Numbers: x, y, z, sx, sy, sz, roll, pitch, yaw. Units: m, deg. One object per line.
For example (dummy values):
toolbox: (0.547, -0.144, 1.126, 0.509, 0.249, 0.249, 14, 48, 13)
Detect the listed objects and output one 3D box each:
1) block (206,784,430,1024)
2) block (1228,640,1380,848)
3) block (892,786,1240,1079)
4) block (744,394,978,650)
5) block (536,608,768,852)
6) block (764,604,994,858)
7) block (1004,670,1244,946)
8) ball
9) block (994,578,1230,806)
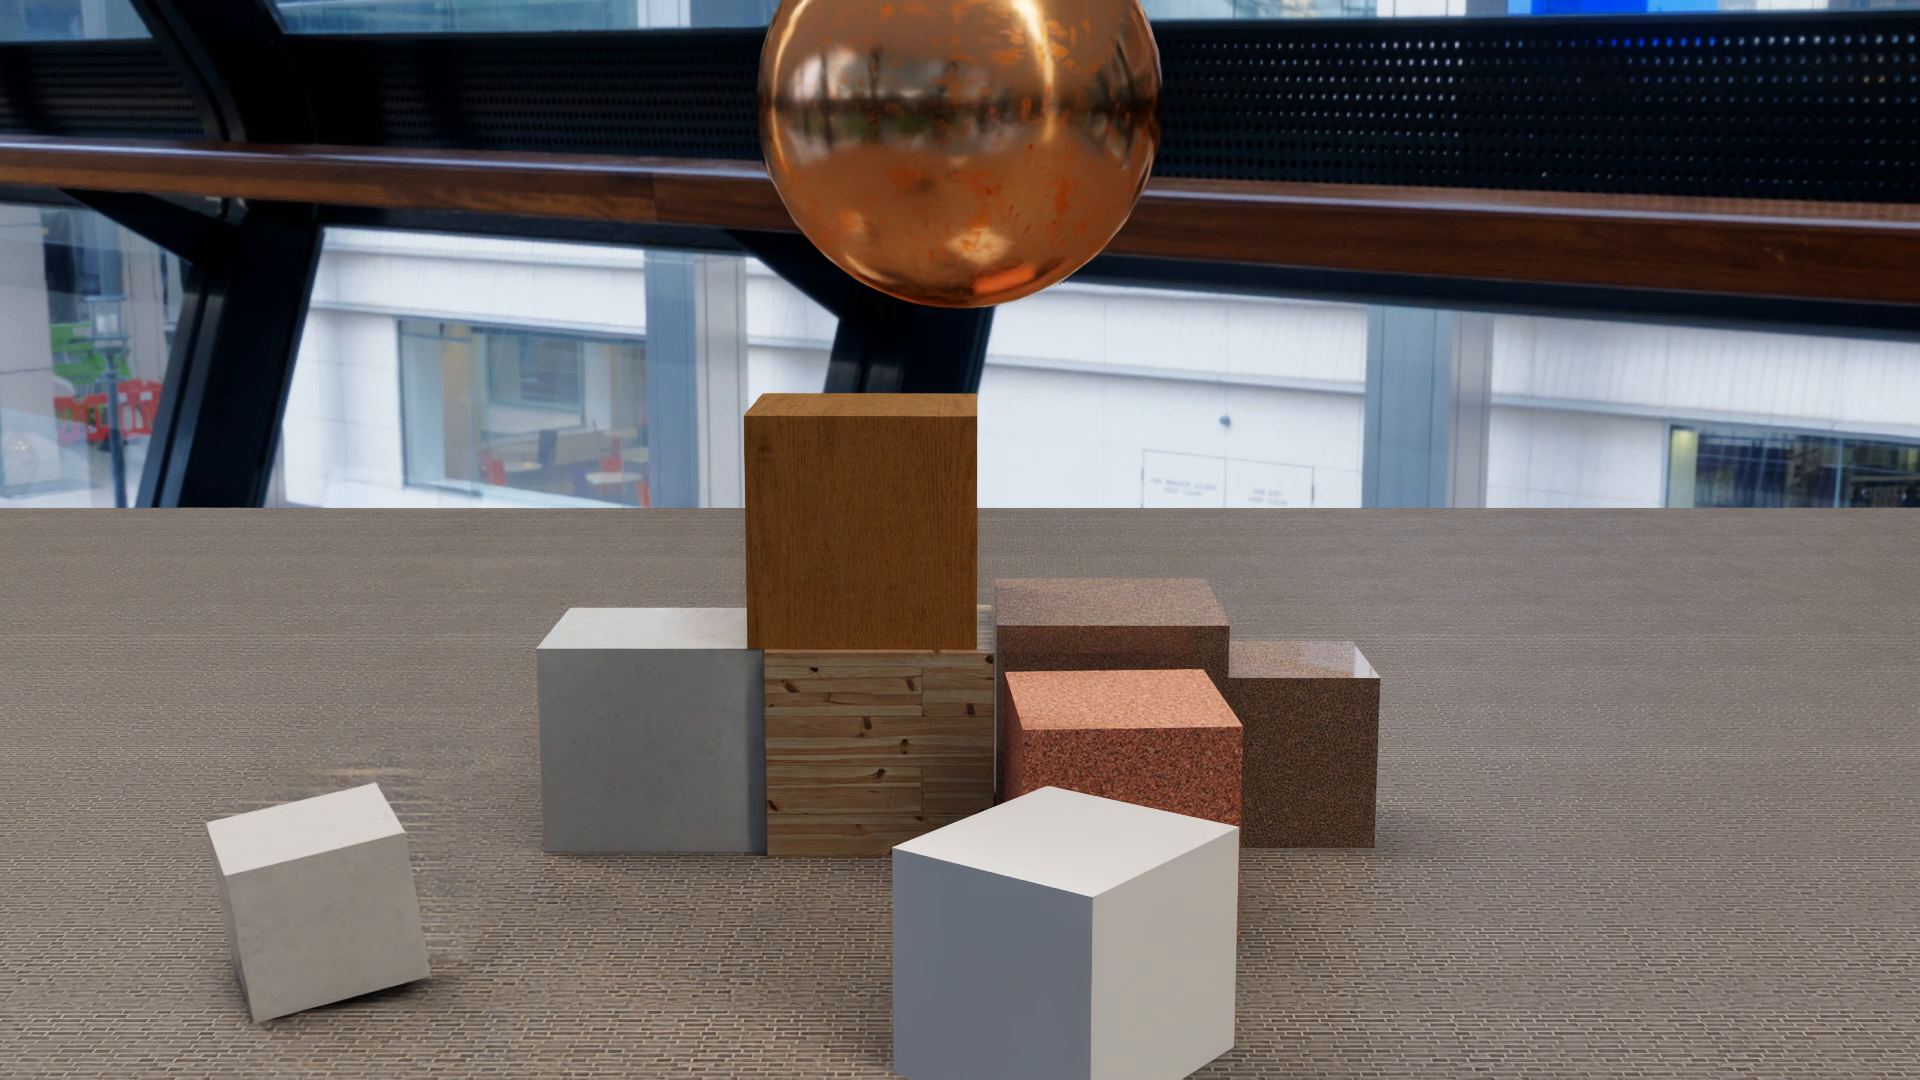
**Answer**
block: (-2.693, 1.503, 9.214, 0.714, 0.644, 0.691, -12, 16, -22)
block: (1.702, 1.042, 11.377, 0.764, 0.878, 0.816, 0, 10, 0)
block: (0.411, 1.569, 8.428, 0.904, 0.897, 1.006, 8, 13, 37)
block: (-0.476, -0.117, 11.165, 1.127, 1.151, 0.970, 0, 10, 0)
block: (-1.524, 0.960, 11.369, 1.116, 1.043, 0.956, 0, 10, 0)
block: (-0.394, 0.961, 11.369, 1.125, 1.041, 1.123, 0, 10, 0)
block: (0.720, 1.211, 10.107, 0.956, 1.000, 1.053, -1, 10, -3)
ball: (0.000, -1.712, 8.628, 1.600, 1.600, 1.600, 0, 10, 0)
block: (0.748, 0.892, 11.356, 1.130, 1.181, 1.166, 0, 10, 0)
